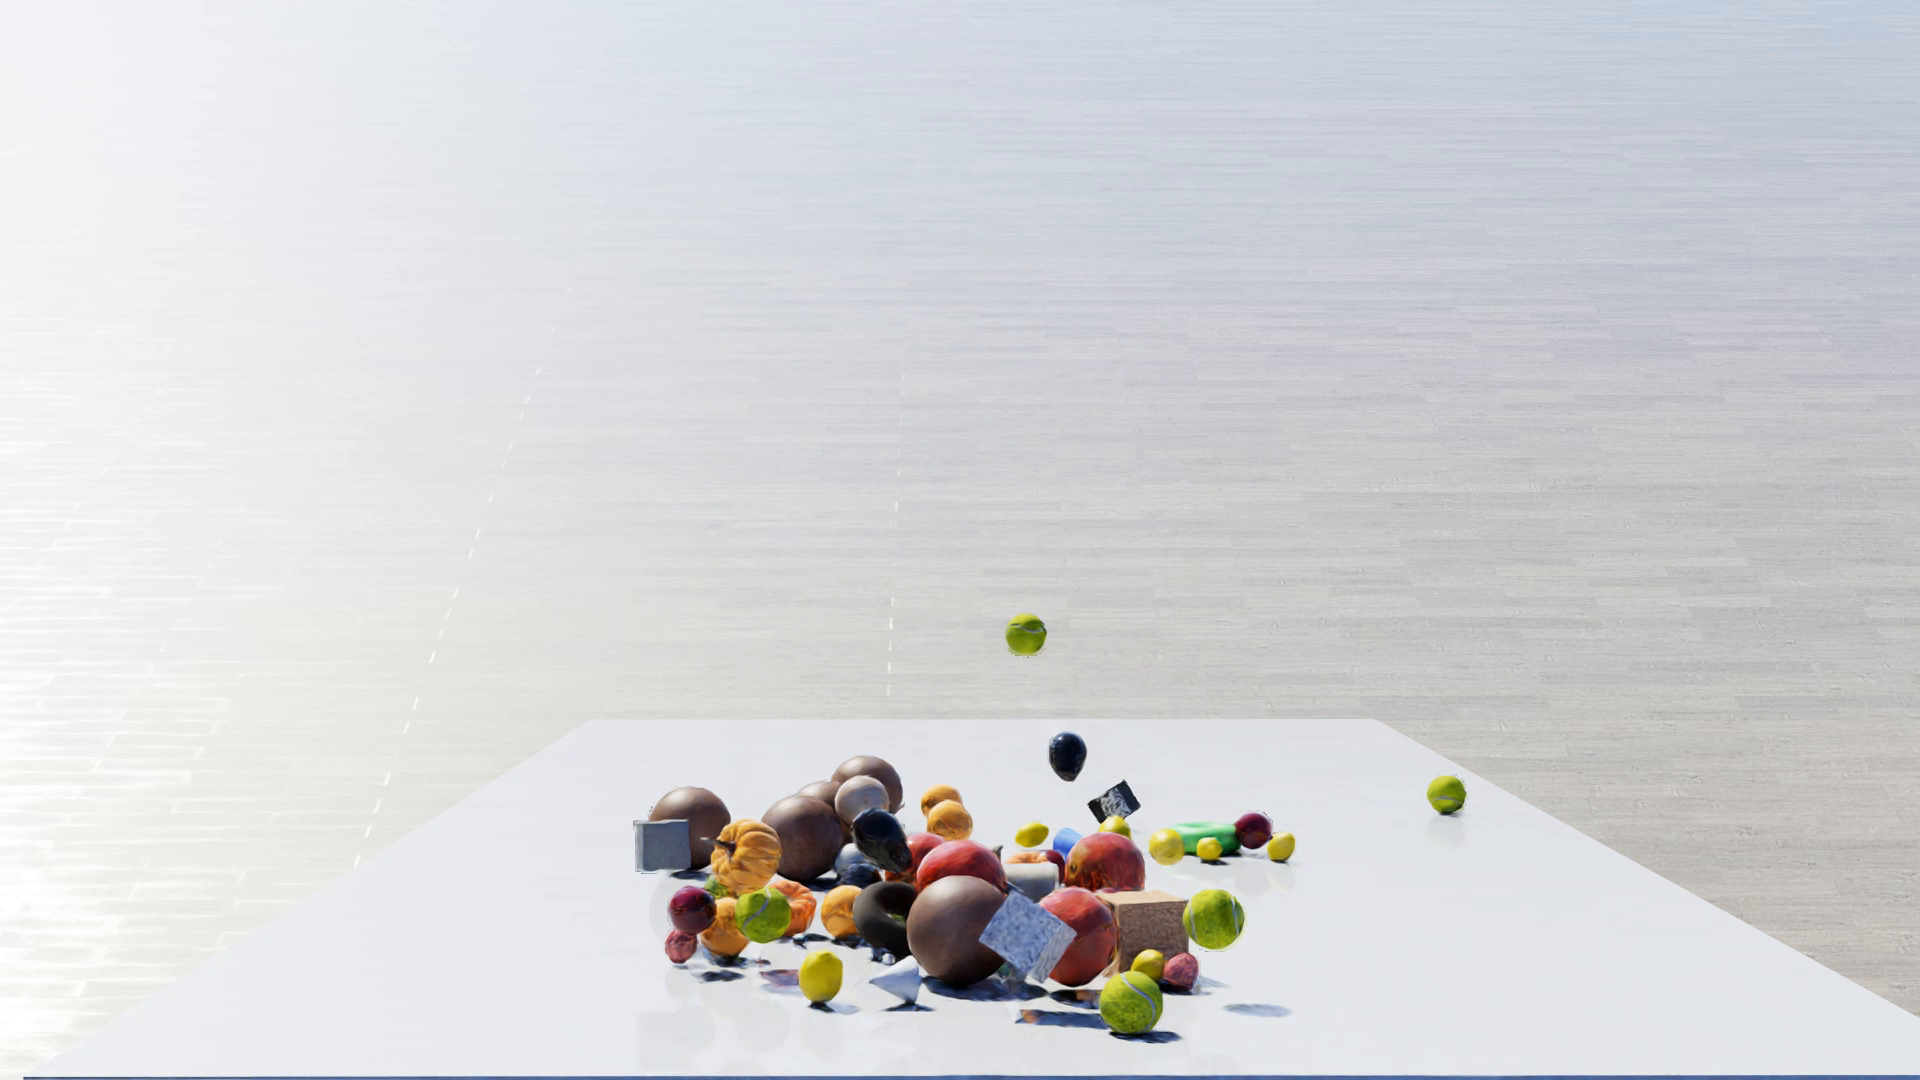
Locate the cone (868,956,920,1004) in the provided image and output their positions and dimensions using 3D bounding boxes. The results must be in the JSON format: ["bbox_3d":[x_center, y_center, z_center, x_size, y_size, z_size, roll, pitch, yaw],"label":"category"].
[{"bbox_3d":[-0.081,0.500,2.928,0.054,0.054,0.054,2,24,-24],"label":"cone"}]

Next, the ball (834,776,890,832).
[{"bbox_3d":[-0.147,0.396,3.881,0.083,0.083,0.083,0,27,0],"label":"ball"}]

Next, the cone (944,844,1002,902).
[{"bbox_3d":[0.036,0.436,3.516,0.083,0.083,0.083,24,41,-22],"label":"cone"}]

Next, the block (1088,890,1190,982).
[{"bbox_3d":[0.216,0.478,3.123,0.092,0.092,0.092,0,0,-20],"label":"block"}]

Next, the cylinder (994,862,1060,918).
[{"bbox_3d":[0.090,0.477,3.484,0.081,0.081,0.081,0,27,6],"label":"cylinder"}]

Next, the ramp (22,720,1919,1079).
[{"bbox_3d":[0.061,0.546,4.583,2.000,0.100,4.000,0,1,0],"label":"ramp"}]

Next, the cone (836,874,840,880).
[{"bbox_3d":[-0.173,0.498,3.886,0.054,0.054,0.054,17,49,31],"label":"cone"}]

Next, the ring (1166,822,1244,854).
[{"bbox_3d":[0.397,0.483,4.185,0.128,0.043,0.128,1,0,0],"label":"ring"}]

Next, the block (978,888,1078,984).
[{"bbox_3d":[0.076,0.445,2.902,0.070,0.070,0.070,32,83,23],"label":"block"}]

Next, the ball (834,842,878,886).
[{"bbox_3d":[-0.153,0.479,3.818,0.065,0.065,0.065,0,27,0],"label":"ball"}]

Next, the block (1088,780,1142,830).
[{"bbox_3d":[0.265,0.456,4.435,0.055,0.055,0.055,-36,-7,34],"label":"block"}]

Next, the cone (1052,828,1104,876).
[{"bbox_3d":[0.189,0.467,3.886,0.071,0.071,0.071,-10,14,43],"label":"cone"}]

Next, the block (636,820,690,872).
[{"bbox_3d":[-0.384,0.394,3.336,0.060,0.060,0.060,-2,-3,-15],"label":"block"}]

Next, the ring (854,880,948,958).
[{"bbox_3d":[-0.075,0.480,3.263,0.125,0.042,0.125,16,30,-9],"label":"ring"}]
